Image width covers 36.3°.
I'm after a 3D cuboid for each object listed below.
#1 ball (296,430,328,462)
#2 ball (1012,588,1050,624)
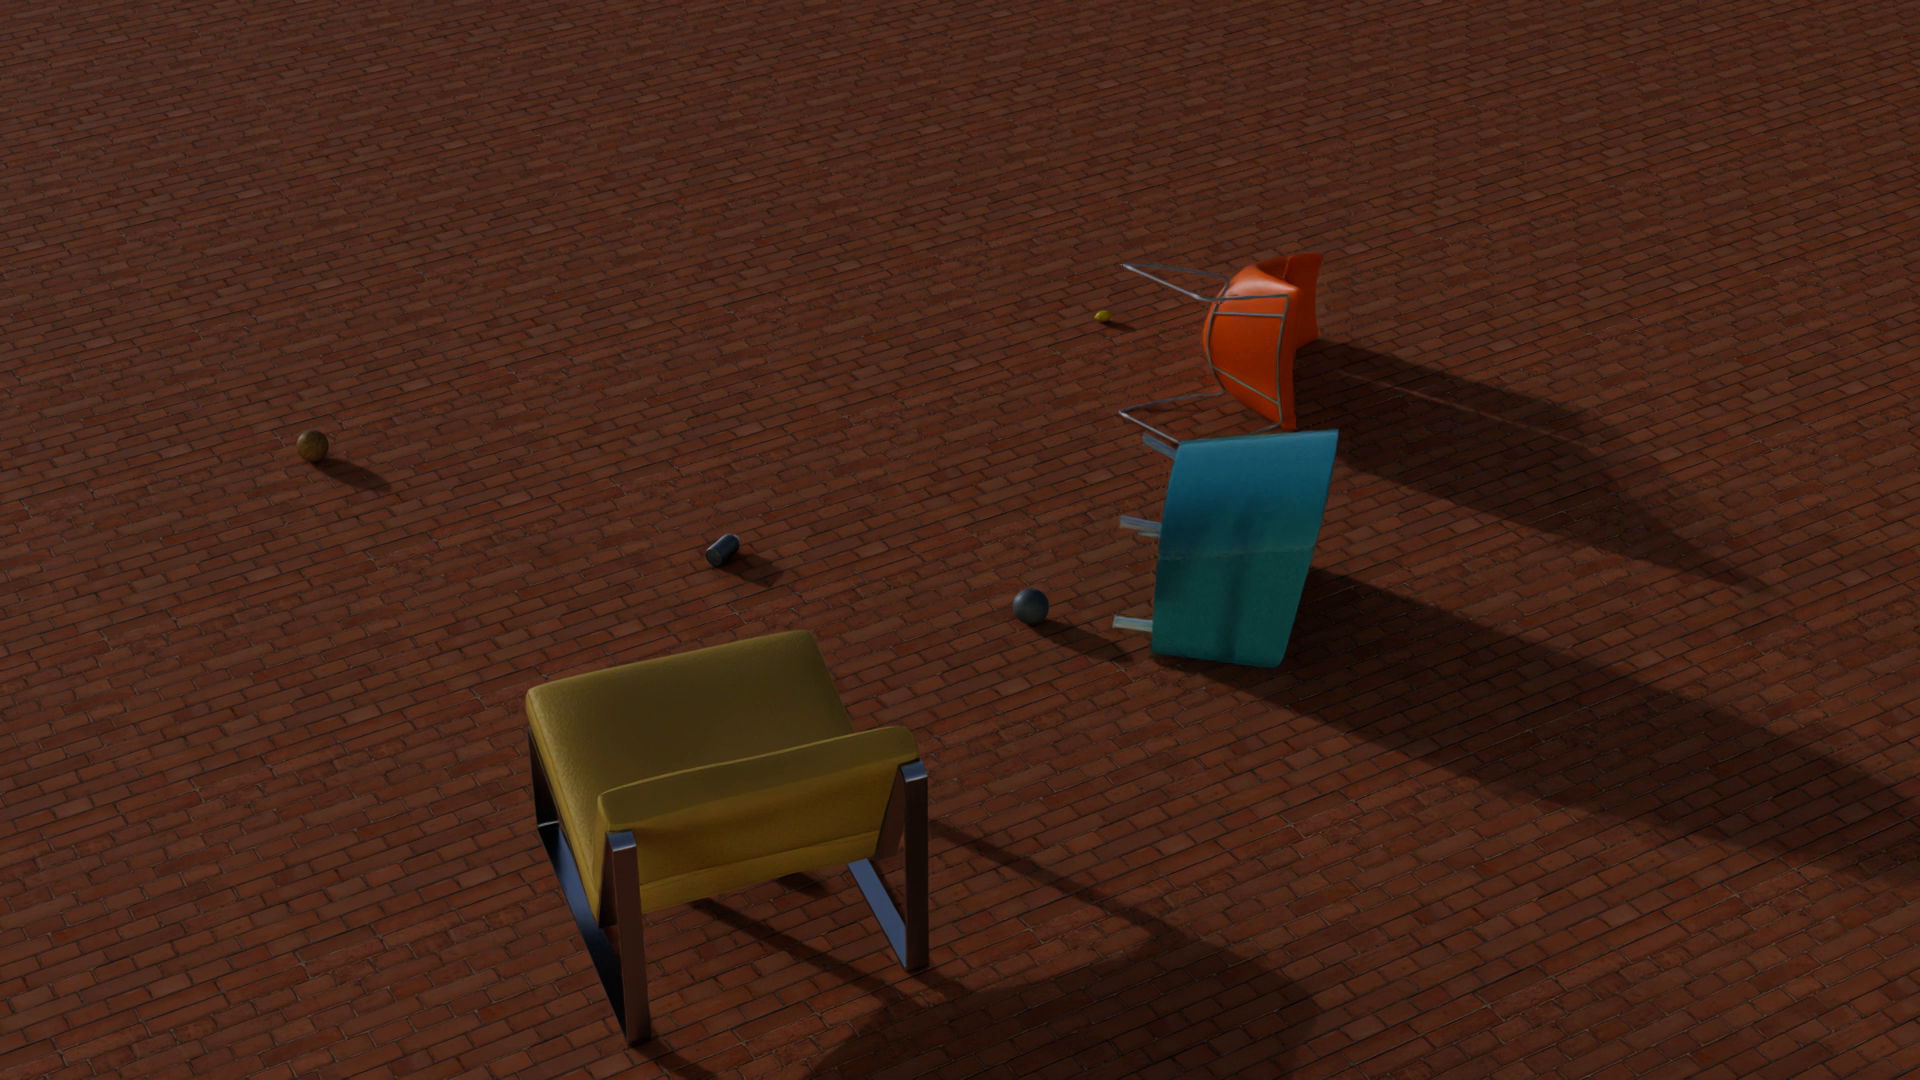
[{"bbox_3d":[-2.515,-0.367,11.388,0.124,0.124,0.124,0,33,0],"label":"ball"},{"bbox_3d":[0.253,0.237,10.466,0.131,0.131,0.131,0,33,0],"label":"ball"}]
